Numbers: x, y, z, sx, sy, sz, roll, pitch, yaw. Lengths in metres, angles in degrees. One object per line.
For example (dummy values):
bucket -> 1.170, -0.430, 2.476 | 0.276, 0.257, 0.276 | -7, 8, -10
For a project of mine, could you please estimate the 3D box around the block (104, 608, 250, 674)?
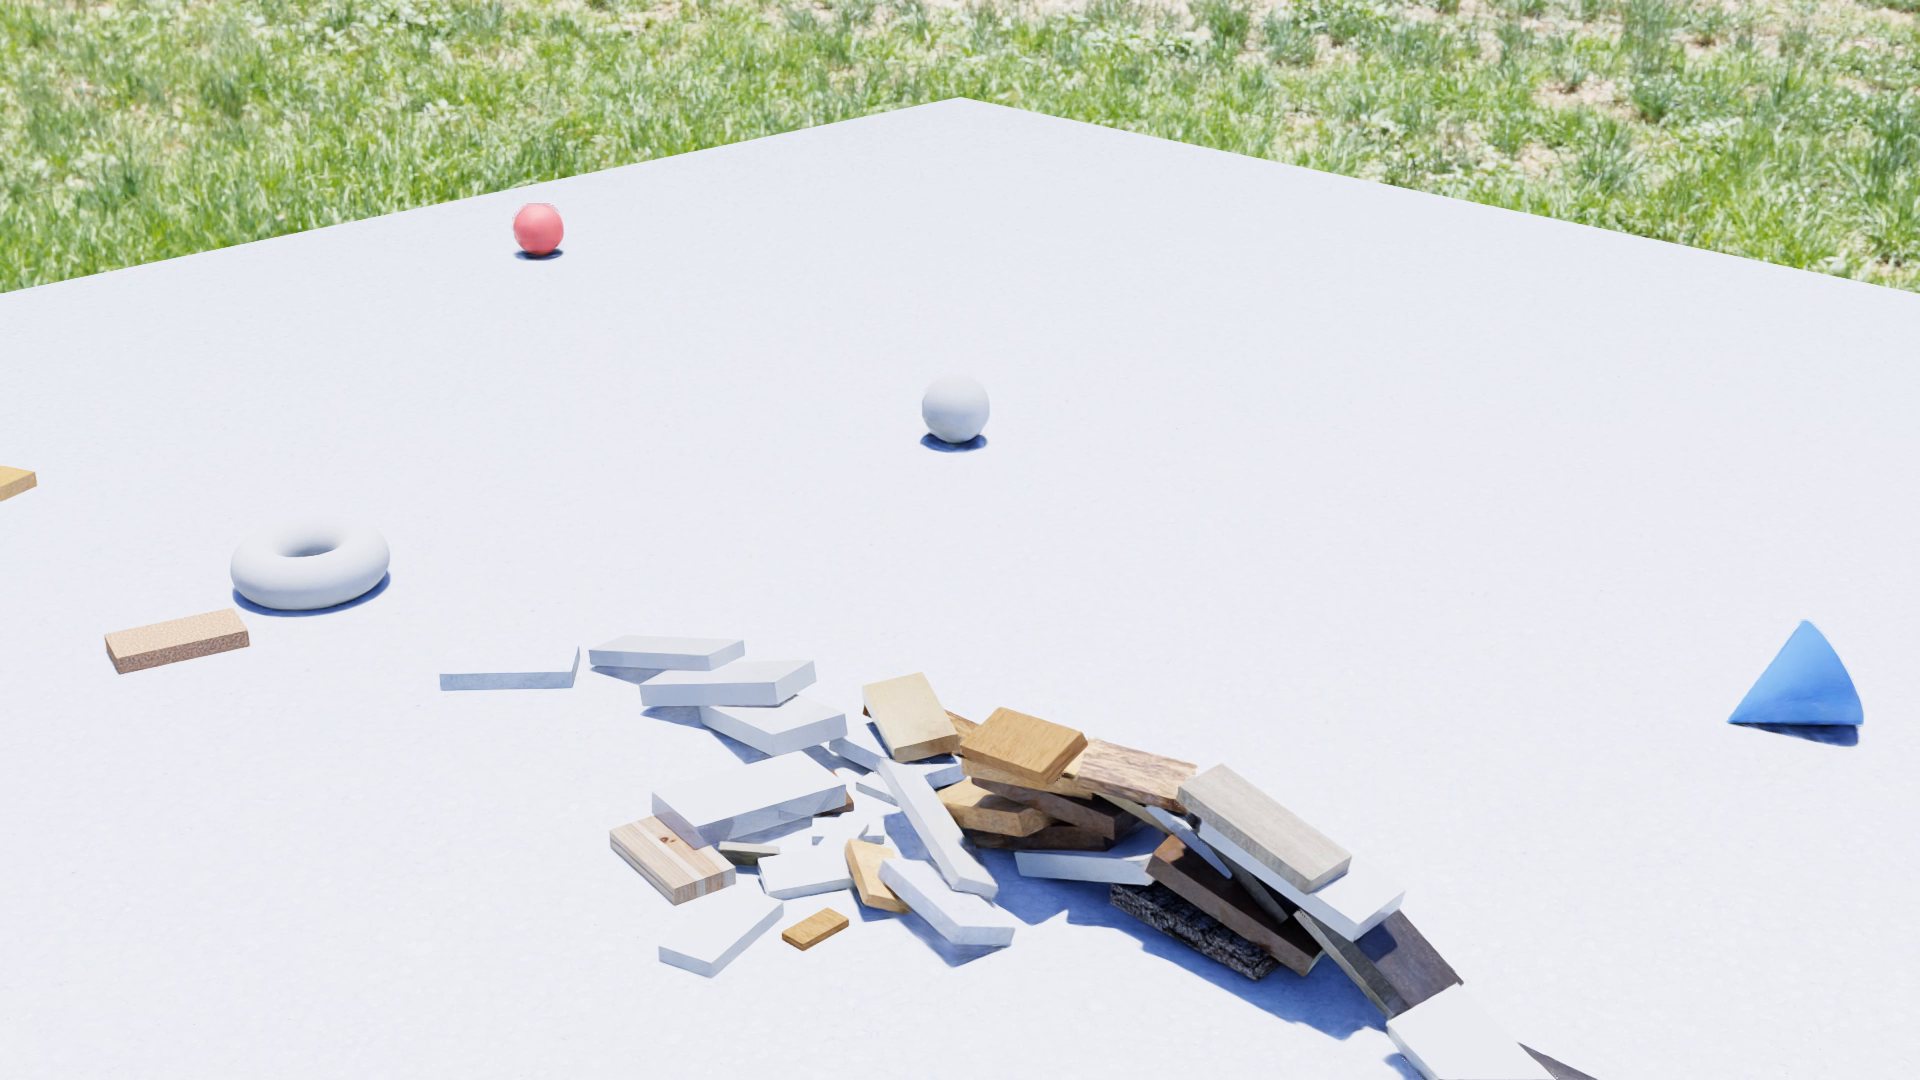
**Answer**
block -> -1.834, 0.235, 5.154 | 0.296, 0.042, 0.148 | -13, 26, -28

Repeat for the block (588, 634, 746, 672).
block -> -0.668, 0.256, 5.003 | 0.351, 0.037, 0.130 | 1, 13, 32

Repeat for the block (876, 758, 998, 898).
block -> -0.048, 0.555, 4.261 | 0.092, 0.026, 0.406 | 20, 17, -33

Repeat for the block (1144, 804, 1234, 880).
block -> 0.447, 0.523, 3.997 | 0.207, 0.029, 0.103 | 39, 40, 27

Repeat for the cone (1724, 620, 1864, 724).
cone -> 1.787, 0.345, 4.803 | 0.254, 0.254, 0.254 | -27, 23, 6

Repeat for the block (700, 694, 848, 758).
block -> -0.403, 0.382, 4.708 | 0.174, 0.049, 0.347 | -14, 15, -30

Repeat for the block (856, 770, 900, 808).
block -> -0.137, 0.513, 4.525 | 0.143, 0.020, 0.072 | 17, 28, 34

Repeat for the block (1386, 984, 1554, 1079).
block -> 0.843, 0.858, 3.595 | 0.144, 0.041, 0.288 | -25, 36, -15

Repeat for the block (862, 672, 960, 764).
block -> -0.107, 0.373, 4.637 | 0.137, 0.039, 0.274 | -12, 28, -12

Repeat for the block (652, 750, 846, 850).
block -> -0.421, 0.517, 4.403 | 0.347, 0.049, 0.174 | -12, 26, -34

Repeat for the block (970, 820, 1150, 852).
block -> 0.201, 0.547, 4.260 | 0.338, 0.048, 0.169 | -6, 11, 44

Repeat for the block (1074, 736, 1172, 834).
block -> 0.321, 0.454, 4.072 | 0.207, 0.029, 0.104 | 29, 41, 3

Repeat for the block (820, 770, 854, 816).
block -> -0.272, 0.519, 4.511 | 0.072, 0.020, 0.143 | -8, 24, -18

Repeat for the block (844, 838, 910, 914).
block -> -0.155, 0.637, 4.167 | 0.092, 0.026, 0.184 | 17, 20, -23

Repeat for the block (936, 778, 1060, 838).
block -> 0.087, 0.516, 4.324 | 0.169, 0.048, 0.338 | -20, 10, -33

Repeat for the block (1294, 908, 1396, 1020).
block -> 0.710, 0.713, 3.849 | 0.250, 0.035, 0.125 | 48, 43, 12

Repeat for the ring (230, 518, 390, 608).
ring -> -1.616, 0.054, 5.472 | 0.385, 0.128, 0.385 | -1, 24, 0

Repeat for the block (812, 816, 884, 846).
block -> -0.222, 0.578, 4.372 | 0.143, 0.020, 0.072 | -1, 23, -1

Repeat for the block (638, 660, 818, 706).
block -> -0.510, 0.314, 4.832 | 0.347, 0.049, 0.174 | -3, 12, 26

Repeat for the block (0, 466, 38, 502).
block -> -2.730, -0.167, 6.101 | 0.296, 0.042, 0.148 | 10, 25, 22

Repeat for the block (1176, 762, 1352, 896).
block -> 0.526, 0.499, 3.823 | 0.117, 0.033, 0.300 | -22, 44, -39

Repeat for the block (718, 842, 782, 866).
block -> -0.403, 0.609, 4.251 | 0.116, 0.058, 0.016 | 3, 53, 8

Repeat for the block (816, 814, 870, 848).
block -> -0.232, 0.587, 4.316 | 0.058, 0.016, 0.116 | 18, 41, 21

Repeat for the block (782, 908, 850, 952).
block -> -0.266, 0.717, 4.051 | 0.058, 0.016, 0.116 | 20, 30, 39

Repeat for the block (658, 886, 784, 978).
block -> -0.436, 0.716, 4.031 | 0.117, 0.033, 0.233 | 12, 26, 27

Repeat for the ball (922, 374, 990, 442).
ball -> -0.012, -0.384, 6.408 | 0.201, 0.201, 0.201 | 0, 23, 0

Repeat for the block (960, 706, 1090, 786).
block -> 0.118, 0.381, 4.091 | 0.117, 0.033, 0.233 | -42, 32, -26

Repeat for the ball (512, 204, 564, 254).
ball -> -1.586, -1.169, 8.273 | 0.190, 0.190, 0.190 | 0, 23, 0

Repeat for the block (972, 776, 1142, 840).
block -> 0.205, 0.460, 4.186 | 0.338, 0.048, 0.169 | 17, 31, 36

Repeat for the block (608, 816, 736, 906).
block -> -0.559, 0.614, 4.265 | 0.132, 0.037, 0.265 | -16, 28, -32

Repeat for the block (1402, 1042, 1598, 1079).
block -> 0.980, 0.908, 3.575 | 0.530, 0.035, 0.125 | 20, 30, 39

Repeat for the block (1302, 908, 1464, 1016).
block -> 0.730, 0.699, 3.816 | 0.288, 0.041, 0.144 | 49, 44, 13

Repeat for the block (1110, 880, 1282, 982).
block -> 0.459, 0.681, 4.022 | 0.337, 0.048, 0.168 | 23, 31, 38

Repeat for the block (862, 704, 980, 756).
block -> -0.065, 0.395, 4.727 | 0.275, 0.039, 0.137 | 20, 14, 41

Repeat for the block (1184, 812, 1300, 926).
block -> 0.529, 0.560, 3.928 | 0.125, 0.035, 0.250 | -24, 66, -44

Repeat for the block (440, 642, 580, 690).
block -> -1.027, 0.289, 5.026 | 0.296, 0.042, 0.148 | -1, 23, -2

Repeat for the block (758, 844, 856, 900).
block -> -0.286, 0.635, 4.206 | 0.185, 0.026, 0.092 | -7, 37, -17

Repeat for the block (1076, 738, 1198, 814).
block -> 0.323, 0.430, 4.018 | 0.207, 0.029, 0.103 | 14, 39, 5

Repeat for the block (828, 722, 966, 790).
block -> -0.130, 0.452, 4.612 | 0.275, 0.039, 0.137 | 20, 20, 40

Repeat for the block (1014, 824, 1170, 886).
block -> 0.282, 0.590, 4.164 | 0.168, 0.048, 0.337 | -22, 11, -41

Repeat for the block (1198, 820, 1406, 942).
block -> 0.591, 0.559, 3.815 | 0.337, 0.041, 0.144 | 33, 39, 32

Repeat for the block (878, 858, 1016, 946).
block -> -0.027, 0.670, 4.070 | 0.132, 0.037, 0.265 | 10, 14, -38

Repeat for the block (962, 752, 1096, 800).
block -> 0.151, 0.421, 4.173 | 0.265, 0.037, 0.132 | 9, 27, 23

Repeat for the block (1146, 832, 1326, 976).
block -> 0.519, 0.631, 3.950 | 0.337, 0.048, 0.168 | 32, 37, 19
